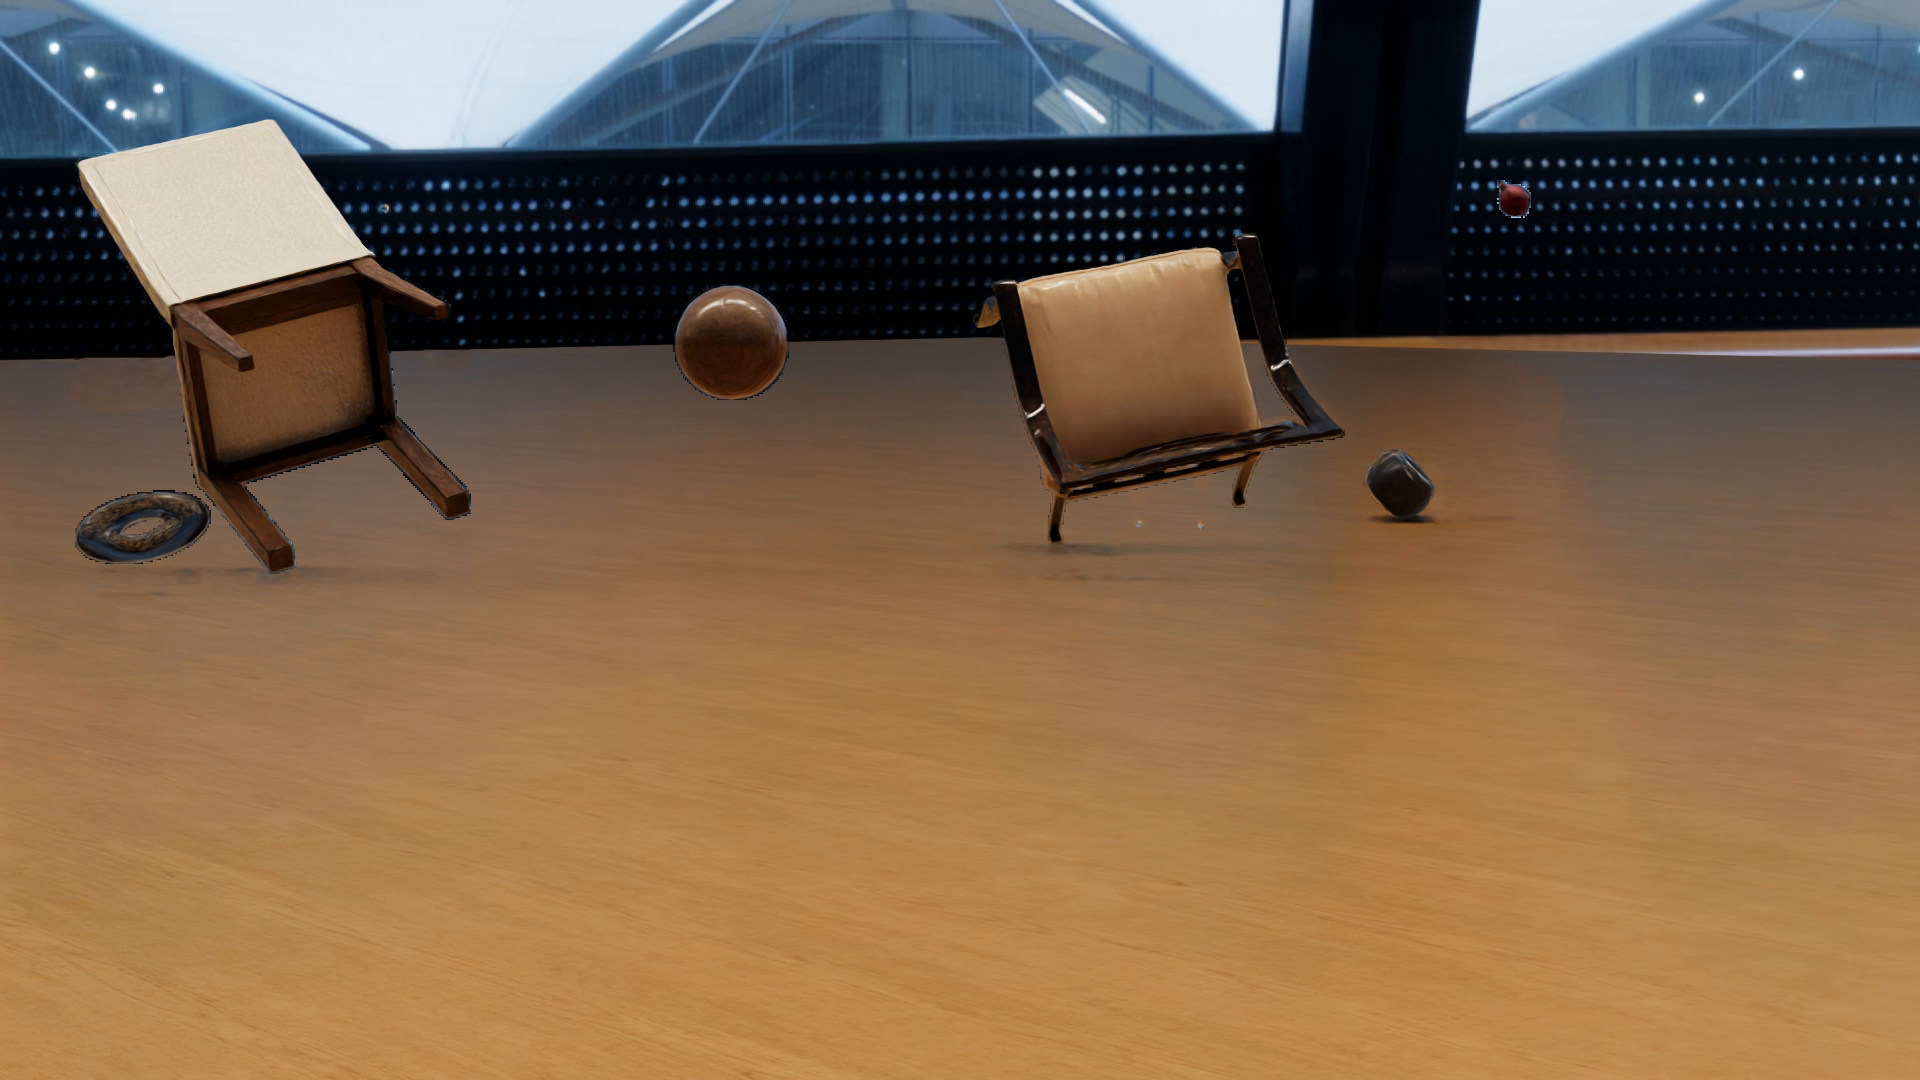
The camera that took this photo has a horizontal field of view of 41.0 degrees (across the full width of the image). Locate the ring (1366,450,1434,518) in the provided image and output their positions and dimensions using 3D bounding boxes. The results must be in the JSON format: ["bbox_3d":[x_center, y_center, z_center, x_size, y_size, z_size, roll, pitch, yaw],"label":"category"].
[{"bbox_3d":[1.190,-0.151,6.938,0.127,0.186,0.244,-42,-5,14],"label":"ring"}]

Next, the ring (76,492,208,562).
[{"bbox_3d":[-1.689,-0.027,5.300,0.270,0.144,0.062,-12,-25,-7],"label":"ring"}]

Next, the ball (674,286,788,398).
[{"bbox_3d":[-0.507,-0.439,5.697,0.250,0.250,0.250,0,6,0],"label":"ball"}]
